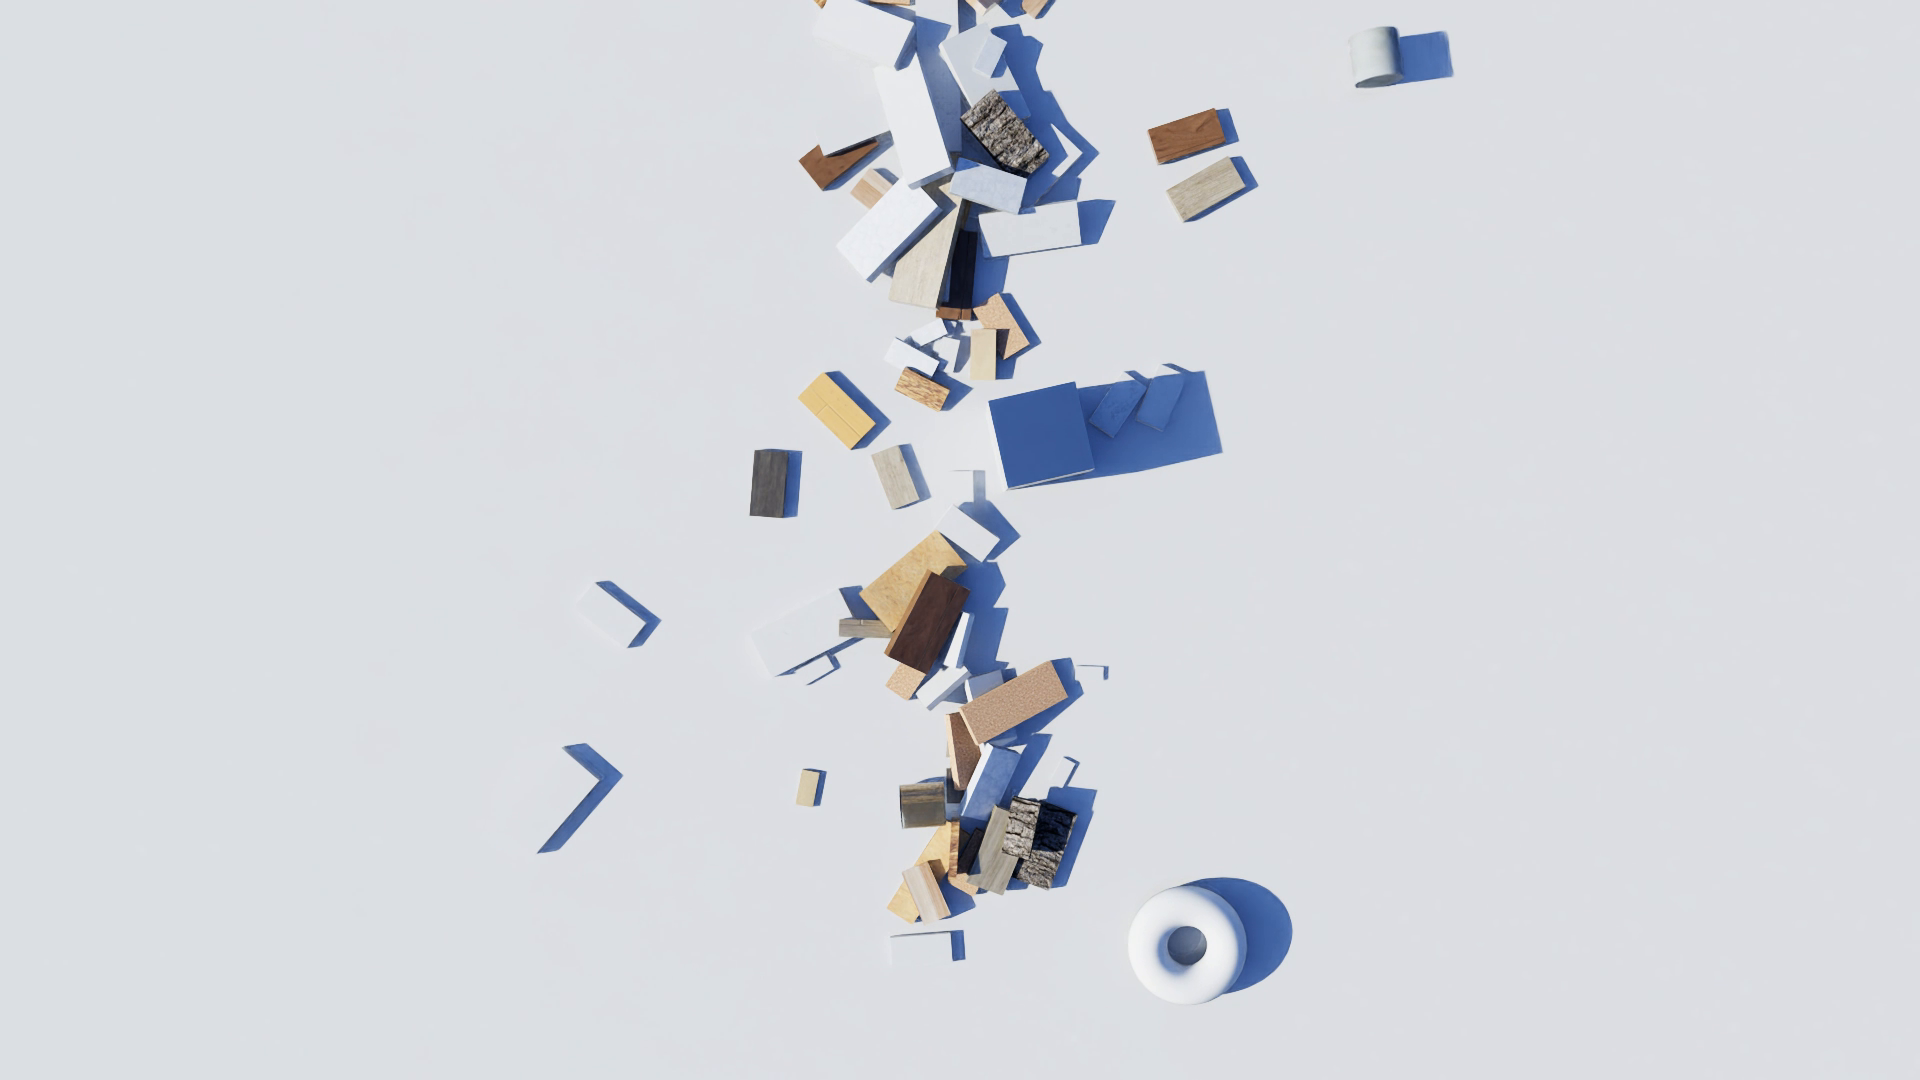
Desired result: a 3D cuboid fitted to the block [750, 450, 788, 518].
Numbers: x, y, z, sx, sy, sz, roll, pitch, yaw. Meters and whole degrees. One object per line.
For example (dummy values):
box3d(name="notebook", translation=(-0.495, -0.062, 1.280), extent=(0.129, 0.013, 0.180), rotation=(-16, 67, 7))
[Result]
box3d(name="block", translation=(-0.636, -0.185, 5.484), extent=(0.110, 0.031, 0.220), rotation=(4, 90, 0))

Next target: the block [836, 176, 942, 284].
box3d(name="block", translation=(-0.233, -1.024, 5.416), extent=(0.337, 0.048, 0.168), rotation=(-44, 70, 12))

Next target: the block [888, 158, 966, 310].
box3d(name="block", translation=(-0.094, -1.011, 5.418), extent=(0.168, 0.048, 0.493), rotation=(13, 88, 18))

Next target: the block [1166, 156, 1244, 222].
box3d(name="block", translation=(0.815, -1.166, 5.483), extent=(0.235, 0.033, 0.117), rotation=(-29, 90, 0))

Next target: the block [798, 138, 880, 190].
box3d(name="block", translation=(-0.403, -1.286, 5.483), extent=(0.245, 0.035, 0.122), rotation=(-39, 90, 0))

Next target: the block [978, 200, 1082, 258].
box3d(name="block", translation=(0.231, -1.030, 5.456), extent=(0.324, 0.041, 0.143), rotation=(-8, 111, 0))

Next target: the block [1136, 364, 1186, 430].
box3d(name="block", translation=(0.669, -0.474, 5.486), extent=(0.099, 0.028, 0.199), rotation=(23, 90, 0))

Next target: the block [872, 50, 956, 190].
box3d(name="block", translation=(-0.152, -1.375, 5.393), extent=(0.156, 0.044, 0.449), rotation=(-21, 72, 15))

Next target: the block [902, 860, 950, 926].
box3d(name="block", translation=(-0.112, 1.169, 5.458), extent=(0.095, 0.027, 0.189), rotation=(-24, 90, 0))

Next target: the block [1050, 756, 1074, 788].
box3d(name="block", translation=(0.341, 0.774, 5.493), extent=(0.046, 0.013, 0.093), rotation=(28, 90, 0))

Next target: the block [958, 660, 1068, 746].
box3d(name="block", translation=(0.176, 0.536, 5.432), extent=(0.344, 0.038, 0.134), rotation=(-27, 93, -15))

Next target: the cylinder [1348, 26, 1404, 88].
box3d(name="cylinder", translation=(1.366, -1.585, 5.422), extent=(0.157, 0.157, 0.157), rotation=(-8, 90, 0))

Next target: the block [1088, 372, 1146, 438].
box3d(name="block", translation=(0.525, -0.451, 5.486), extent=(0.099, 0.028, 0.199), rotation=(34, 90, 0))

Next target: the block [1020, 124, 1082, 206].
box3d(name="block", translation=(0.254, -1.228, 5.480), extent=(0.143, 0.041, 0.286), rotation=(44, 90, 0))

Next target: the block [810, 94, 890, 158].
box3d(name="block", translation=(-0.356, -1.367, 5.448), extent=(0.245, 0.035, 0.122), rotation=(-21, 90, 0))

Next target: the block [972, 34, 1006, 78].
box3d(name="block", translation=(0.098, -1.592, 5.421), extent=(0.064, 0.018, 0.129), rotation=(26, 85, -9))

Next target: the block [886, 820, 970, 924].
box3d(name="block", translation=(-0.105, 1.102, 5.486), extent=(0.101, 0.029, 0.354), rotation=(33, 90, 0))

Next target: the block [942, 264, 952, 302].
box3d(name="block", translation=(-0.089, -0.908, 5.457), extent=(0.116, 0.033, 0.232), rotation=(4, 90, 17))

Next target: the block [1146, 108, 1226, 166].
box3d(name="block", translation=(0.752, -1.341, 5.483), extent=(0.235, 0.033, 0.117), rotation=(-18, 90, 0))

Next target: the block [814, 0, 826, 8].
box3d(name="block", translation=(-0.426, -1.854, 5.490), extent=(0.169, 0.019, 0.068), rotation=(-45, 90, 0))

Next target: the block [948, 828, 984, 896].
box3d(name="block", translation=(0.050, 1.071, 5.486), extent=(0.101, 0.029, 0.202), rotation=(29, 90, 0))

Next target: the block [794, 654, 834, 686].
box3d(name="block", translation=(-0.484, 0.431, 5.492), extent=(0.117, 0.017, 0.059), rotation=(-30, 90, 0))

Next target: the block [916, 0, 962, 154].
box3d(name="block", translation=(-0.072, -1.578, 5.480), extent=(0.139, 0.039, 0.584), rotation=(-2, 90, 0))

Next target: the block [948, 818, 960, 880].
box3d(name="block", translation=(-0.020, 1.015, 5.424), extent=(0.027, 0.095, 0.189), rotation=(3, 90, 0))

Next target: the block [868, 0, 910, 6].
box3d(name="block", translation=(-0.234, -1.819, 5.490), extent=(0.136, 0.019, 0.068), rotation=(4, 90, 0))

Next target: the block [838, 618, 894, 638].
box3d(name="block", translation=(-0.259, 0.296, 5.460), extent=(0.287, 0.017, 0.059), rotation=(3, 84, -12))

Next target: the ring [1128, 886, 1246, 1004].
box3d(name="ring", translation=(0.749, 1.336, 5.436), extent=(0.392, 0.131, 0.392), rotation=(0, 90, 1))

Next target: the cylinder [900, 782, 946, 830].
box3d(name="cylinder", translation=(-0.122, 0.873, 5.428), extent=(0.145, 0.145, 0.145), rotation=(-4, 90, 0))

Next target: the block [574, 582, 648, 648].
box3d(name="block", translation=(-1.162, 0.251, 5.484), extent=(0.220, 0.031, 0.110), rotation=(38, 90, 0))

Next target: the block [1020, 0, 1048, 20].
box3d(name="block", translation=(0.303, -1.860, 5.491), extent=(0.064, 0.018, 0.262), rotation=(37, 90, 0))

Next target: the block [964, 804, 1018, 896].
box3d(name="block", translation=(0.129, 1.026, 5.452), extent=(0.134, 0.038, 0.268), rotation=(22, 91, -10))

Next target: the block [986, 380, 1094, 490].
box3d(name="block", translation=(0.258, -0.333, 5.358), extent=(0.284, 0.284, 0.284), rotation=(-13, 90, 0))

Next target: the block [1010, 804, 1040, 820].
box3d(name="block", translation=(0.215, 0.899, 5.456), extent=(0.093, 0.046, 0.013), rotation=(42, 117, 32))

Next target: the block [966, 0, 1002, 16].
box3d(name="block", translation=(0.024, -1.873, 5.451), extent=(0.277, 0.039, 0.139), rotation=(44, 63, 0))

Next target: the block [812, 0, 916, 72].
box3d(name="block", translation=(-0.316, -1.678, 5.441), extent=(0.312, 0.044, 0.156), rotation=(25, 90, 14))
